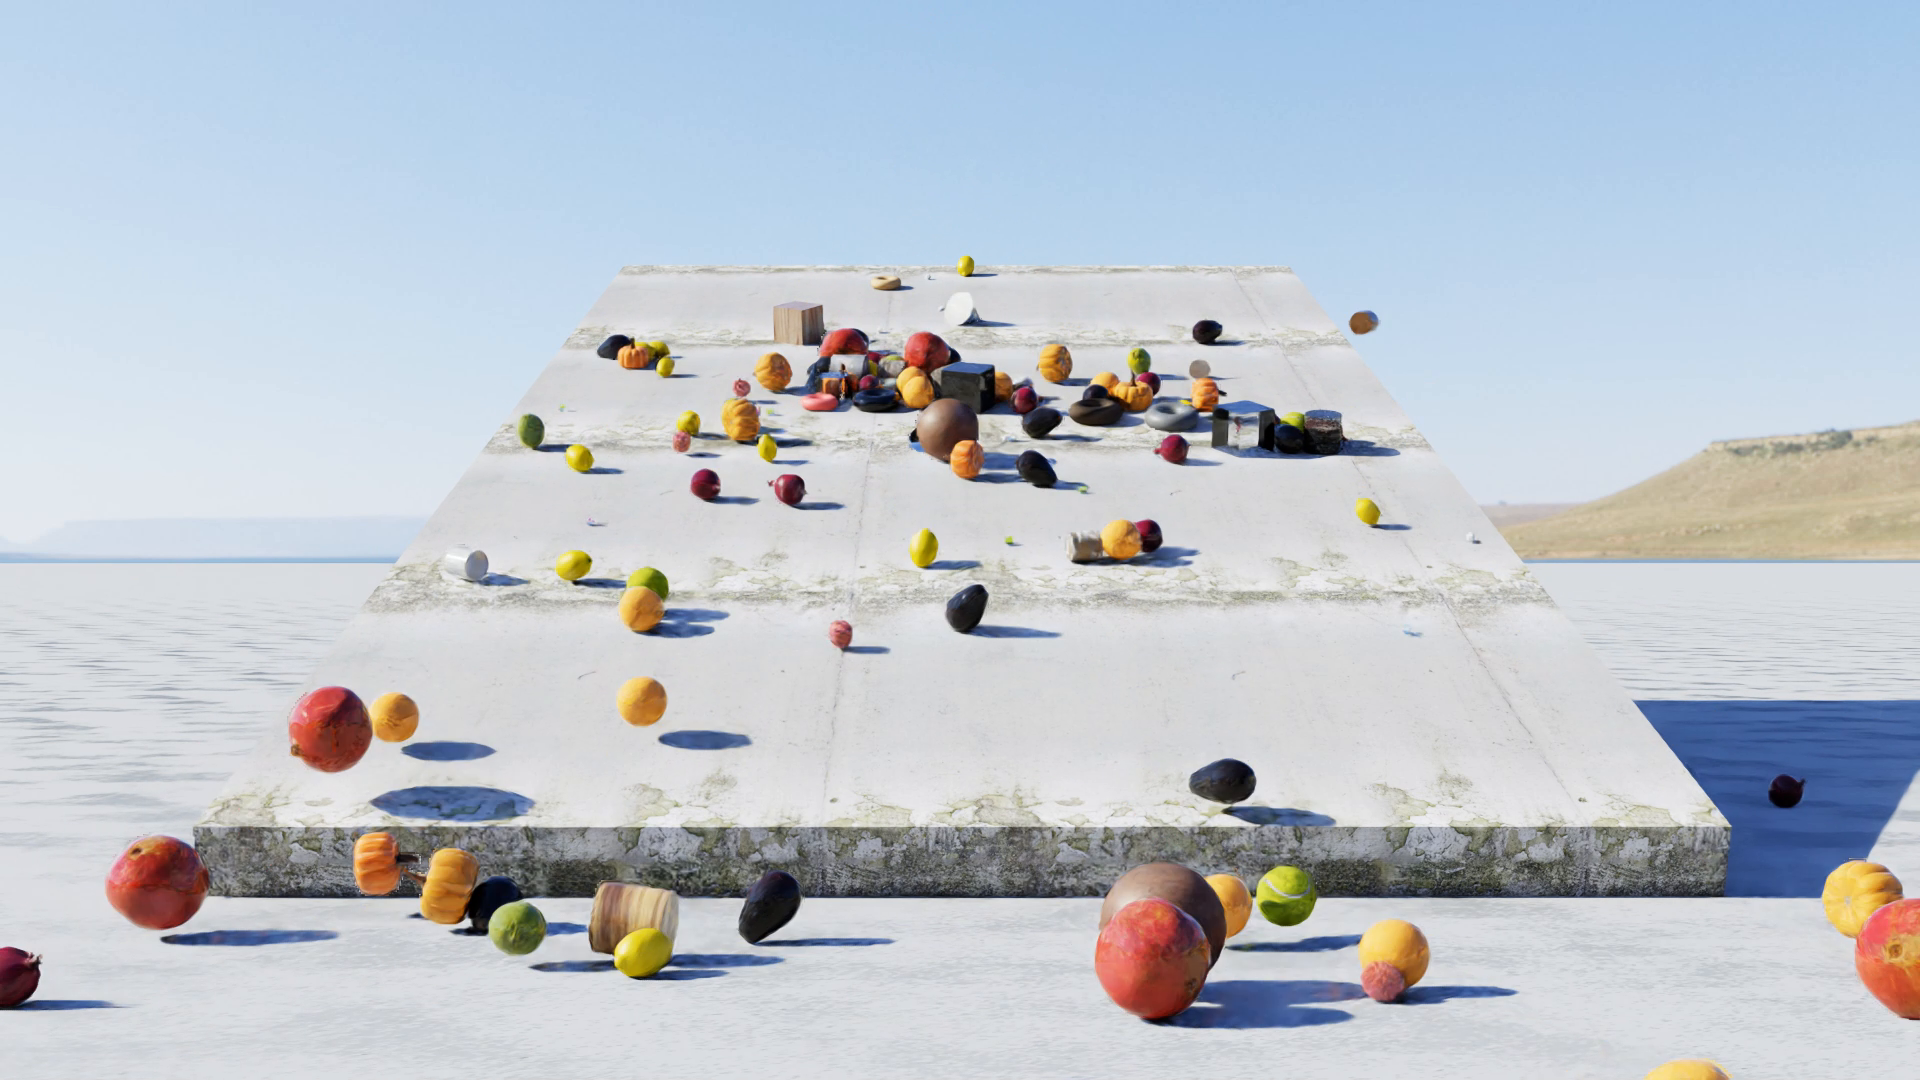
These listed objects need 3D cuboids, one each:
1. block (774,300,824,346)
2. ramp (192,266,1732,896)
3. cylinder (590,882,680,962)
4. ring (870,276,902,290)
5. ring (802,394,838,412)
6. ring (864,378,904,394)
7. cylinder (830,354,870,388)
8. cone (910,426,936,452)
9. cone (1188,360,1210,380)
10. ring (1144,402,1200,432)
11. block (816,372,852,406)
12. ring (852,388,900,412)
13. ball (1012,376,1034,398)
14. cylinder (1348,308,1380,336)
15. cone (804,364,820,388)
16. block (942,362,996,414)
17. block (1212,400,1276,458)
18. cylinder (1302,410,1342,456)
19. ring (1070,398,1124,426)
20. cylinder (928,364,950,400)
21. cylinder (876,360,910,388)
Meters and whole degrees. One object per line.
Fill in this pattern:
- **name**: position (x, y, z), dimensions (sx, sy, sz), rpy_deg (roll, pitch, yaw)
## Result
- **block**: position (-0.412, -0.554, 5.690), dimensions (0.090, 0.090, 0.090), rpy_deg (11, 21, 32)
- **ramp**: position (-0.003, -0.180, 4.819), dimensions (2.000, 0.100, 4.000), rpy_deg (0, 17, 0)
- **cylinder**: position (-0.358, 0.421, 2.455), dimensions (0.079, 0.079, 0.079), rpy_deg (6, 0, 8)
- **ring**: position (-0.212, -0.735, 6.369), dimensions (0.089, 0.030, 0.089), rpy_deg (0, 19, 0)
- **ring**: position (-0.317, -0.310, 5.021), dimensions (0.083, 0.028, 0.083), rpy_deg (1, 17, 0)
- **ring**: position (-0.175, -0.353, 5.152), dimensions (0.092, 0.031, 0.092), rpy_deg (0, 17, 0)
- **cylinder**: position (-0.257, -0.395, 5.207), dimensions (0.078, 0.078, 0.078), rpy_deg (3, 0, 11)
- **cone**: position (-0.074, -0.207, 4.695), dimensions (0.057, 0.057, 0.057), rpy_deg (0, -9, 7)
- **cone**: position (0.570, -0.401, 5.319), dimensions (0.051, 0.051, 0.051), rpy_deg (0, -9, 2)
- **ring**: position (0.463, -0.269, 4.869), dimensions (0.120, 0.040, 0.120), rpy_deg (-1, 22, 0)
- **block**: position (-0.287, -0.346, 5.078), dimensions (0.061, 0.061, 0.061), rpy_deg (8, 19, 23)
- **ring**: position (-0.188, -0.315, 5.021), dimensions (0.109, 0.036, 0.109), rpy_deg (-1, 18, 0)
- **ball**: position (0.145, -0.352, 5.114), dimensions (0.052, 0.052, 0.052), rpy_deg (0, 0, 0)
- **cylinder**: position (1.068, -0.575, 5.889), dimensions (0.062, 0.062, 0.062), rpy_deg (0, 15, 31)
- **cone**: position (-0.338, -0.388, 5.223), dimensions (0.055, 0.055, 0.055), rpy_deg (0, 17, 0)
- **block**: position (0.019, -0.342, 5.014), dimensions (0.093, 0.093, 0.093), rpy_deg (7, 19, 21)
- **block**: position (0.594, -0.234, 4.672), dimensions (0.092, 0.092, 0.092), rpy_deg (-10, 20, -29)
- **cylinder**: position (0.760, -0.226, 4.671), dimensions (0.078, 0.078, 0.078), rpy_deg (0, 17, 0)
- **ring**: position (0.300, -0.283, 4.915), dimensions (0.120, 0.040, 0.120), rpy_deg (-1, 18, 0)
- **cylinder**: position (-0.020, -0.365, 5.118), dimensions (0.074, 0.074, 0.074), rpy_deg (0, 14, 38)
- **cylinder**: position (-0.156, -0.390, 5.213), dimensions (0.064, 0.064, 0.064), rpy_deg (4, 0, 12)
